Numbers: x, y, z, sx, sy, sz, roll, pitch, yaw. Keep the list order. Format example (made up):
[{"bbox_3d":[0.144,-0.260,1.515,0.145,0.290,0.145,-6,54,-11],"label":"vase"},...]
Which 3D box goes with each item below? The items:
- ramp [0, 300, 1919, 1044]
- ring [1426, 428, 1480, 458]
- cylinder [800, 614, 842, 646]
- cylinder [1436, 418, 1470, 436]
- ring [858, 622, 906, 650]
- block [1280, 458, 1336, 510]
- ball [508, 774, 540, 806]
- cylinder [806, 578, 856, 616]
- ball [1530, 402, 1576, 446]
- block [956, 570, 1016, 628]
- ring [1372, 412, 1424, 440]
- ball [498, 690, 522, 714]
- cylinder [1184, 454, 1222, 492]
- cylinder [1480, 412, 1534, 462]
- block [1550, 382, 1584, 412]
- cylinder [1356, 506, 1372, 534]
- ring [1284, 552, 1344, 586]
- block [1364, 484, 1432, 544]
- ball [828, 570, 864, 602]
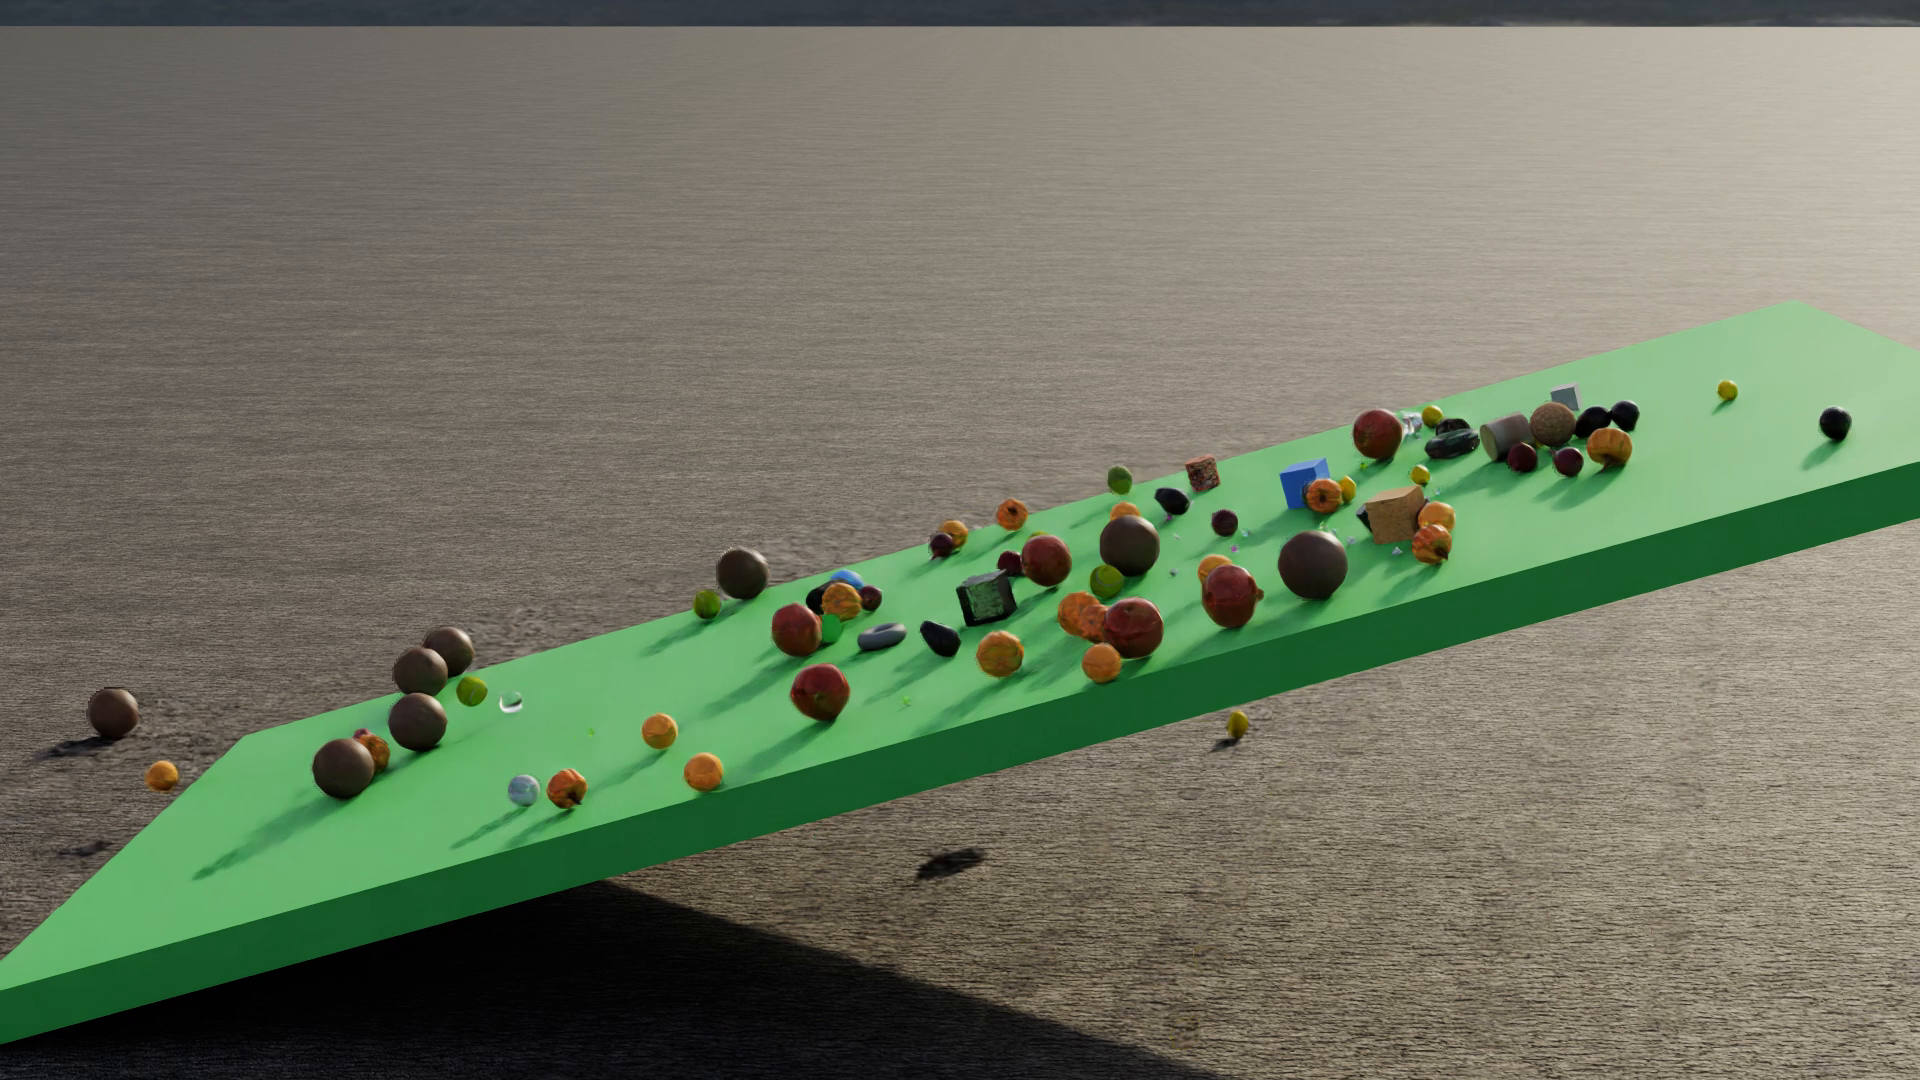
[{"bbox_3d":[0.089,0.187,6.321,4.000,0.100,2.000,-16,10,5],"label":"ramp"},{"bbox_3d":[1.087,-0.213,6.488,0.126,0.042,0.126,-16,8,2],"label":"ring"},{"bbox_3d":[-0.304,0.196,6.432,0.066,0.066,0.066,-7,3,45],"label":"cylinder"},{"bbox_3d":[1.106,-0.245,6.599,0.054,0.054,0.054,-5,4,-25],"label":"cylinder"},{"bbox_3d":[-0.165,0.204,6.246,0.109,0.036,0.109,-15,10,3],"label":"ring"},{"bbox_3d":[0.757,-0.123,6.412,0.082,0.082,0.082,-11,11,28],"label":"block"},{"bbox_3d":[-0.848,0.487,5.715,0.062,0.062,0.062,0,11,0],"label":"ball"},{"bbox_3d":[-0.294,0.136,6.712,0.080,0.080,0.080,8,23,36],"label":"cylinder"},{"bbox_3d":[1.257,-0.245,6.229,0.094,0.094,0.094,0,11,0],"label":"ball"},{"bbox_3d":[0.056,0.123,6.183,0.087,0.087,0.087,-13,10,21],"label":"block"},{"bbox_3d":[1.027,-0.268,6.896,0.124,0.041,0.124,-15,8,2],"label":"ring"},{"bbox_3d":[-1.024,0.368,6.699,0.055,0.055,0.055,0,11,0],"label":"ball"},{"bbox_3d":[0.574,-0.158,6.946,0.070,0.070,0.070,-16,10,3],"label":"cylinder"},{"bbox_3d":[1.165,-0.220,6.267,0.084,0.084,0.084,-18,13,-7],"label":"cylinder"},{"bbox_3d":[1.359,-0.318,6.587,0.054,0.054,0.054,-12,11,24],"label":"block"},{"bbox_3d":[0.831,-0.047,5.897,0.053,0.053,0.053,-39,9,8],"label":"cylinder"},{"bbox_3d":[0.682,0.054,5.670,0.118,0.039,0.118,-17,11,3],"label":"ring"},{"bbox_3d":[0.865,-0.050,5.807,0.087,0.087,0.087,-10,12,34],"label":"block"},{"bbox_3d":[-0.264,0.111,6.789,0.085,0.085,0.085,0,11,0],"label":"ball"}]
